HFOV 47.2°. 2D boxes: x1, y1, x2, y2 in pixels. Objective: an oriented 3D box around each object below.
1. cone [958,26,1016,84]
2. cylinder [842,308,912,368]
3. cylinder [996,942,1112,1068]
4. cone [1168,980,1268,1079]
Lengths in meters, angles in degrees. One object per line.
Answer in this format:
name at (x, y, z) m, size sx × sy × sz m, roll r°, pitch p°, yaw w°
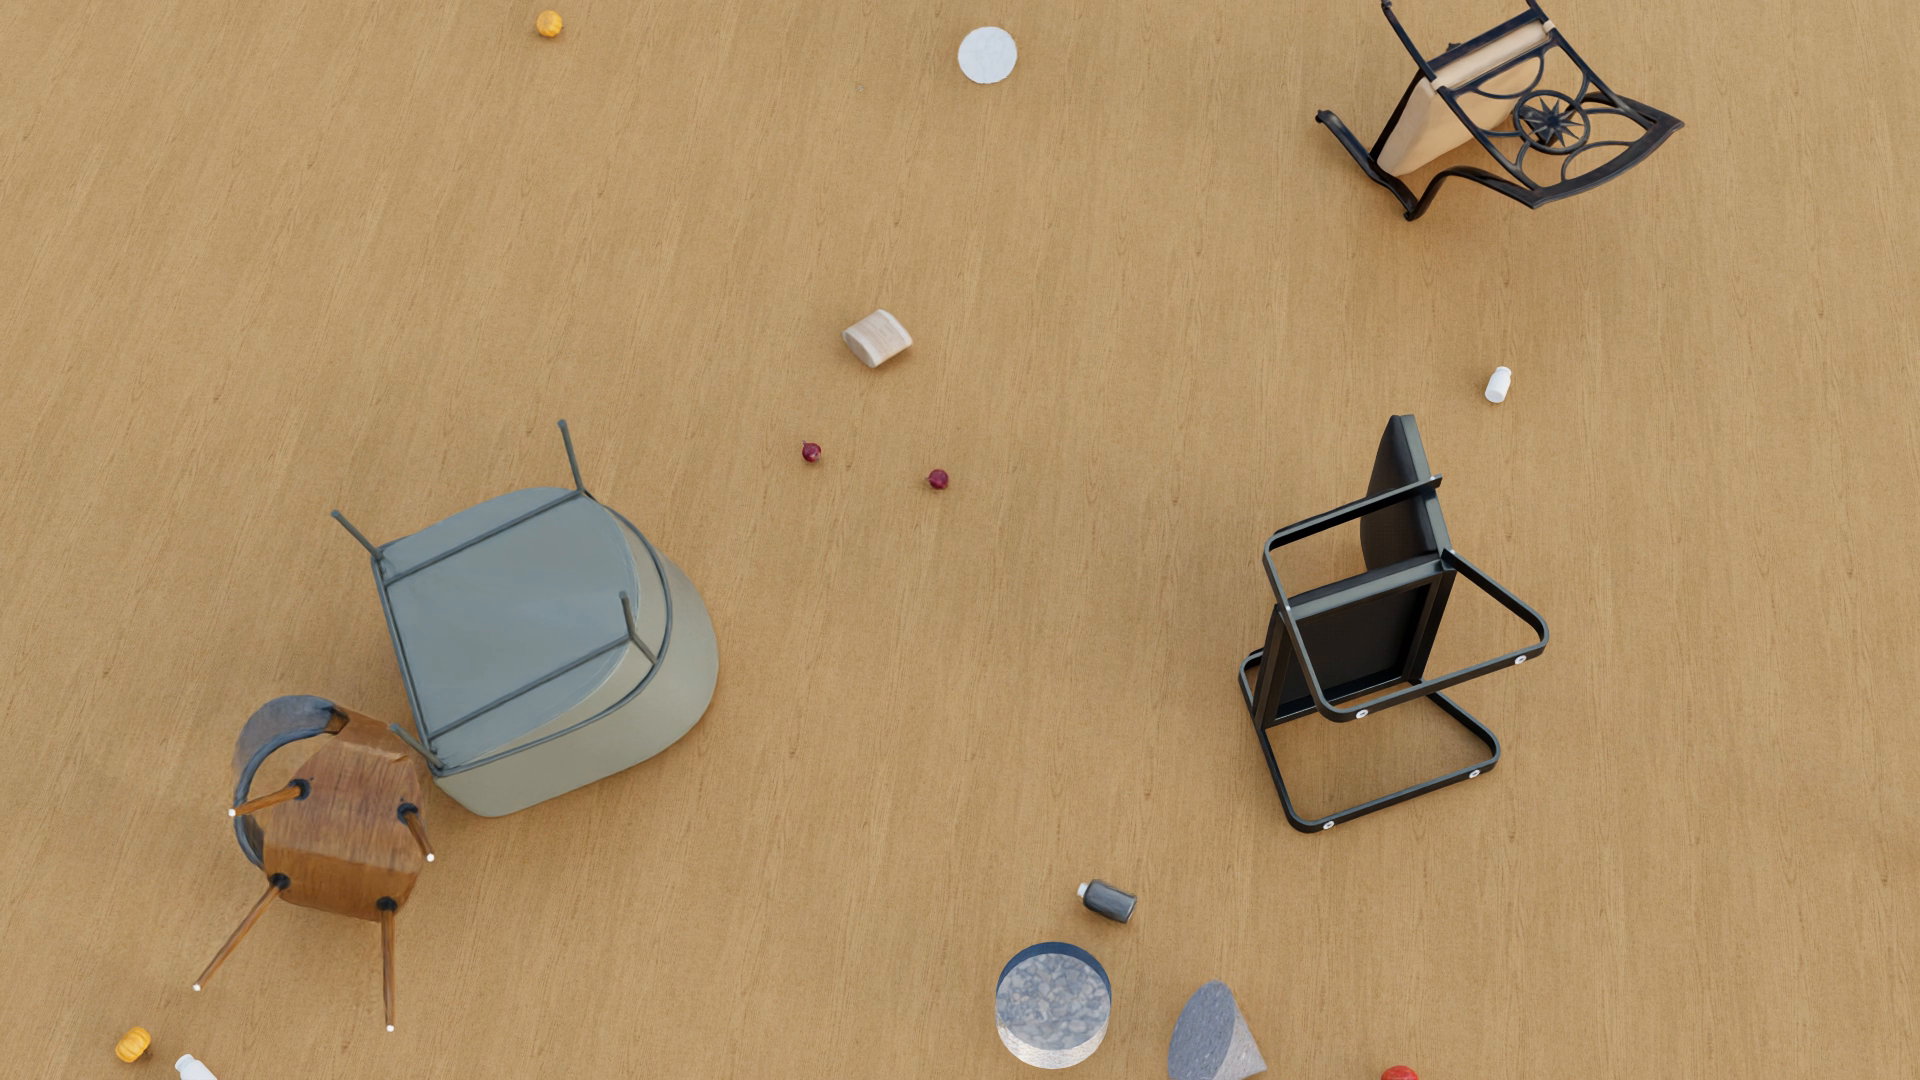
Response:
cone at (0.085, -1.693, 7.665) m, size 0.208 × 0.193 × 0.117 m, roll -13°, pitch 17°, yaw -8°
cylinder at (-0.262, -0.638, 6.952) m, size 0.151 × 0.083 × 0.176 m, roll -33°, pitch 59°, yaw -20°
cylinder at (0.241, 1.203, 5.689) m, size 0.300 × 0.129 × 0.295 m, roll -30°, pitch 61°, yaw -18°
cone at (0.703, 1.313, 5.623) m, size 0.219 × 0.273 × 0.314 m, roll 28°, pitch 50°, yaw -20°
